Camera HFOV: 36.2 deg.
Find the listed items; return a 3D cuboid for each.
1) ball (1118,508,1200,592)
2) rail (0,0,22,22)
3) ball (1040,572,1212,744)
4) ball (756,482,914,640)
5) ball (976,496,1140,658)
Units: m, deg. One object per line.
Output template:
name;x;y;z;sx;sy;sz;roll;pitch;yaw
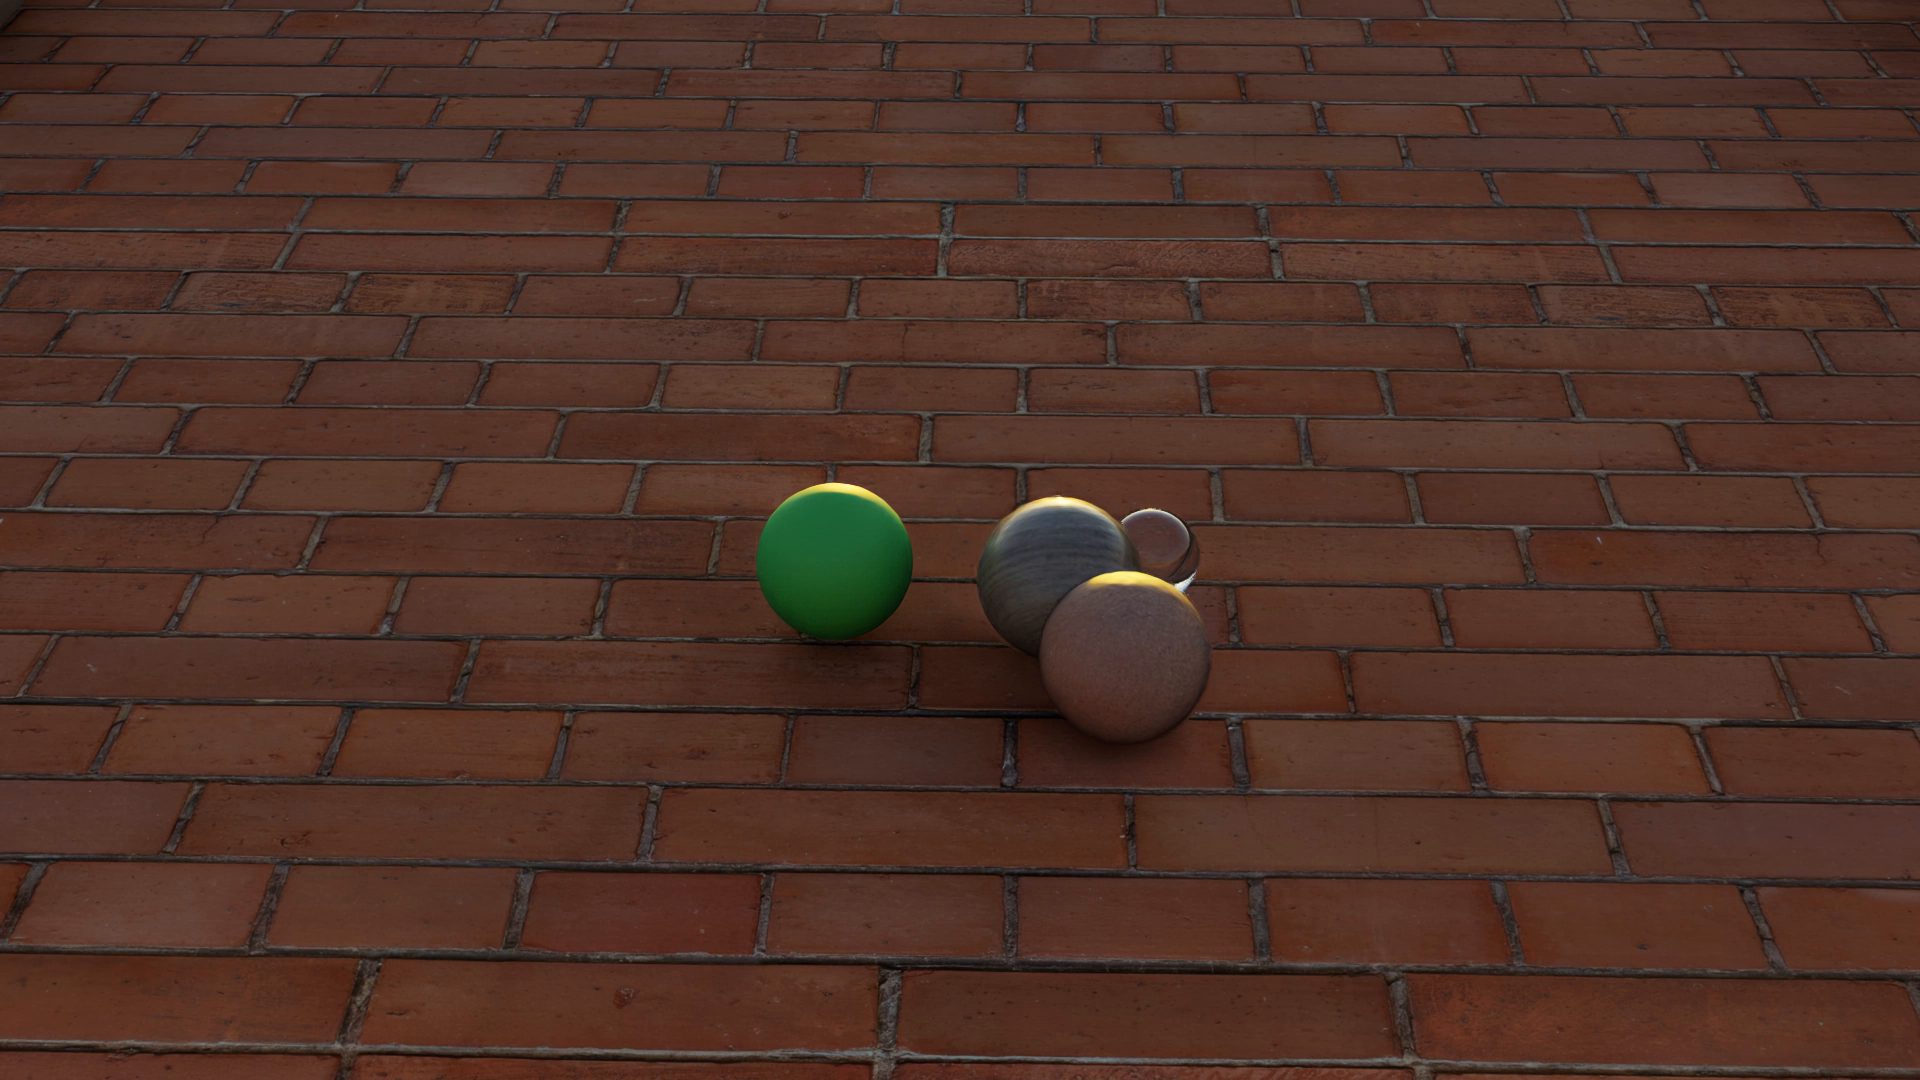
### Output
ball;0.113;0.010;1.748;0.057;0.057;0.057;0;28;0
rail;-0.865;-0.435;2.503;0.045;0.122;3.414;1;28;1
ball;0.090;0.064;1.608;0.094;0.094;0.094;0;28;0
ball;-0.073;0.012;1.707;0.091;0.091;0.091;0;28;0
ball;0.057;0.022;1.686;0.094;0.094;0.094;0;28;0
